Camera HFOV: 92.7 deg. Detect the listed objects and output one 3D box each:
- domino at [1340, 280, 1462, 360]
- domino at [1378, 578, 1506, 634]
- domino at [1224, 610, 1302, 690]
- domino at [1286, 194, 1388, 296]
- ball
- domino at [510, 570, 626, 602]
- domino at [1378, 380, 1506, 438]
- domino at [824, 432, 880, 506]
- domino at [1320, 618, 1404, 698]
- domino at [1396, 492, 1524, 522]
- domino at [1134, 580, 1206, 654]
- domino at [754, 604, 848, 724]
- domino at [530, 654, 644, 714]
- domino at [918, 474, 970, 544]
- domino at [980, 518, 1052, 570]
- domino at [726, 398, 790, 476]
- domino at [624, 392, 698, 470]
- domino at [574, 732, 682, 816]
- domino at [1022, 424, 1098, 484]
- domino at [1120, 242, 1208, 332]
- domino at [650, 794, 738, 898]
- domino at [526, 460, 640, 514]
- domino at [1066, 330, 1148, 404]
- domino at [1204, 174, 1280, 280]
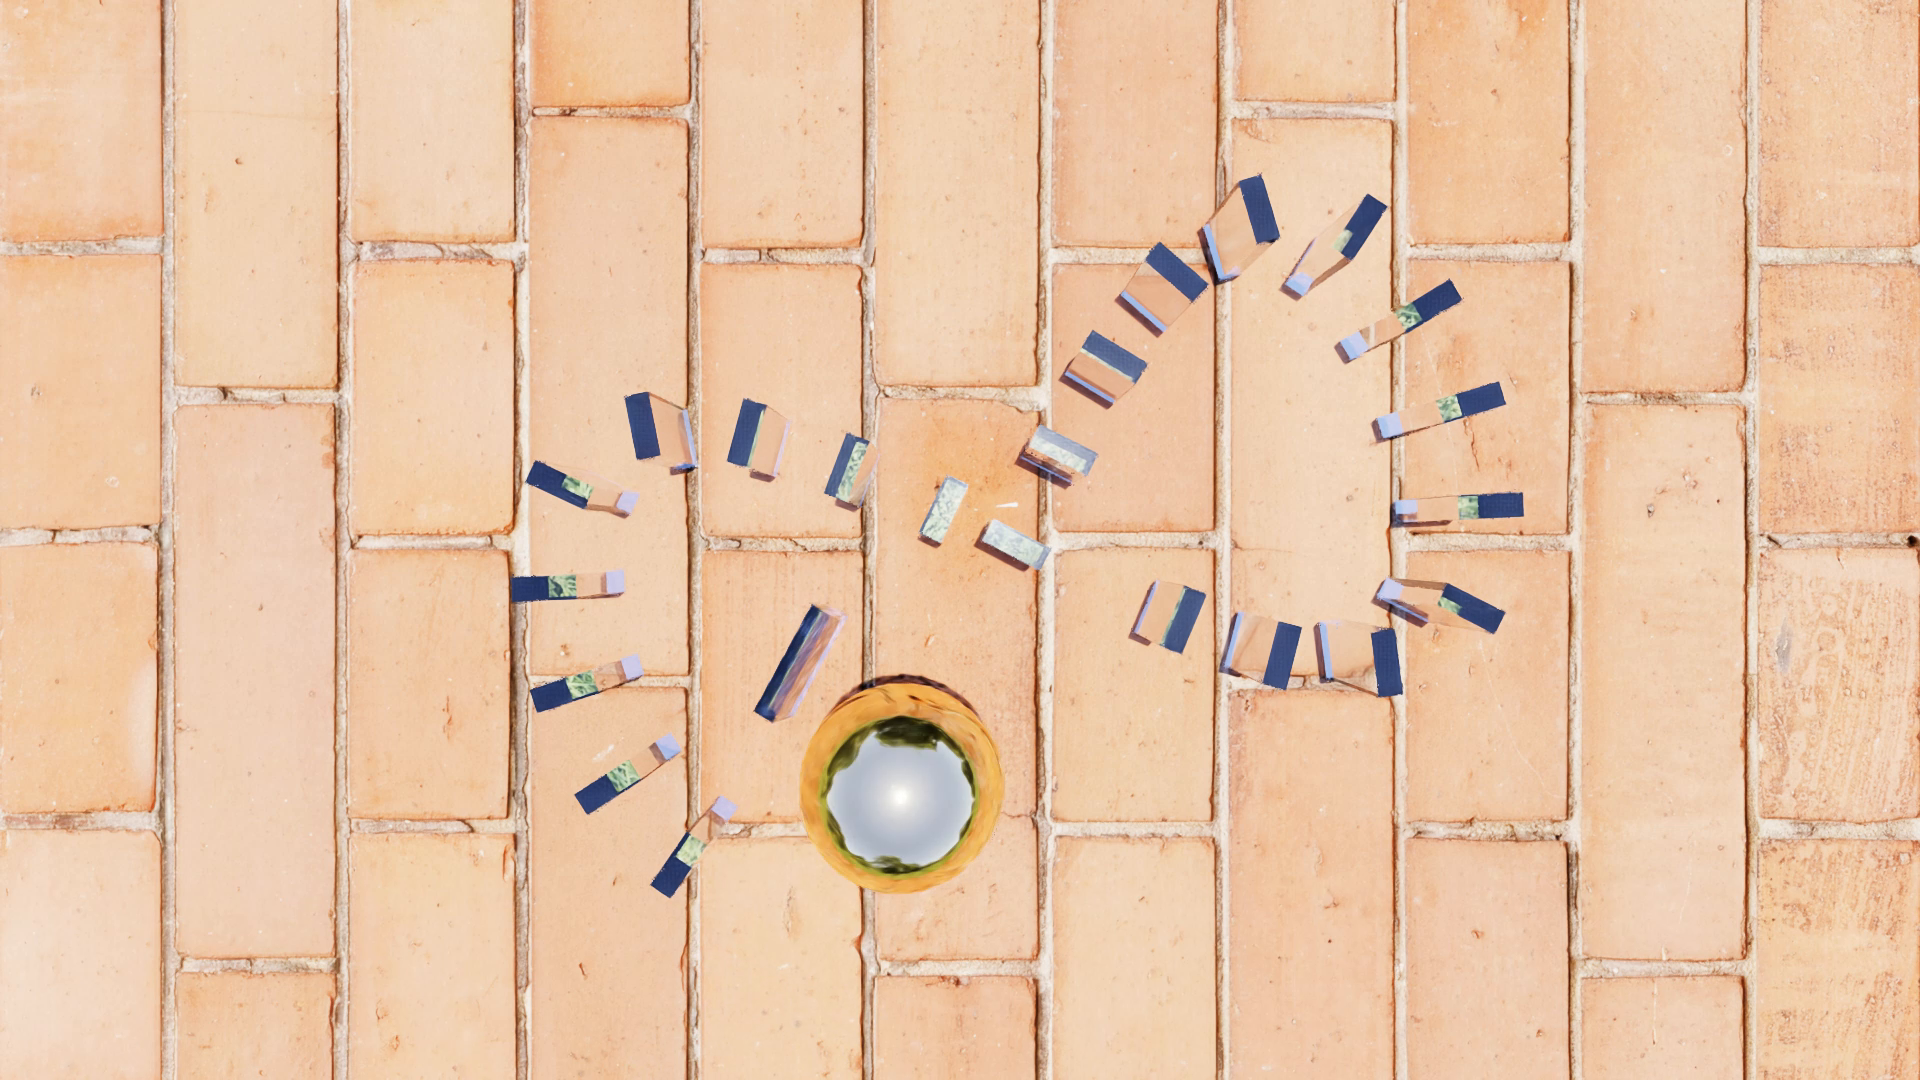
[{"bbox_3d":[0.179,-0.089,0.375,0.025,0.050,0.009,-31,90,0],"label":"domino"},{"bbox_3d":[0.195,0.026,0.375,0.025,0.050,0.010,27,90,0],"label":"domino"},{"bbox_3d":[0.123,0.044,0.375,0.009,0.050,0.025,14,90,0],"label":"domino"},{"bbox_3d":[0.153,-0.120,0.375,0.010,0.050,0.025,33,90,0],"label":"domino"},{"bbox_3d":[-0.023,0.096,0.360,0.080,0.080,0.080,0,90,0],"label":"ball"},{"bbox_3d":[-0.159,0.018,0.375,0.025,0.050,0.009,-3,90,0],"label":"domino"},{"bbox_3d":[0.195,-0.053,0.375,0.025,0.050,0.009,-17,90,0],"label":"domino"},{"bbox_3d":[-0.043,-0.028,0.375,0.010,0.050,0.025,21,90,0],"label":"domino"},{"bbox_3d":[0.163,0.047,0.375,0.010,0.050,0.025,-7,90,0],"label":"domino"},{"bbox_3d":[0.203,-0.013,0.375,0.025,0.050,0.009,-3,90,0],"label":"domino"},{"bbox_3d":[0.085,0.031,0.375,0.010,0.050,0.025,23,90,0],"label":"domino"},{"bbox_3d":[-0.067,0.052,0.387,0.010,0.025,0.050,29,90,11],"label":"domino"},{"bbox_3d":[-0.151,0.058,0.375,0.025,0.050,0.009,-18,90,0],"label":"domino"},{"bbox_3d":[-0.006,-0.012,0.375,0.009,0.050,0.025,26,90,0],"label":"domino"},{"bbox_3d":[0.022,0.002,0.375,0.025,0.050,0.009,28,90,0],"label":"domino"},{"bbox_3d":[-0.081,-0.041,0.375,0.009,0.050,0.025,15,90,0],"label":"domino"},{"bbox_3d":[-0.121,-0.044,0.375,0.009,0.050,0.025,-11,90,0],"label":"domino"},{"bbox_3d":[-0.134,0.095,0.375,0.025,0.050,0.009,-33,90,0],"label":"domino"},{"bbox_3d":[0.040,-0.034,0.375,0.025,0.050,0.010,27,90,0],"label":"domino"},{"bbox_3d":[0.083,-0.102,0.375,0.025,0.050,0.010,41,90,0],"label":"domino"},{"bbox_3d":[-0.108,0.124,0.375,0.010,0.050,0.025,35,90,0],"label":"domino"},{"bbox_3d":[-0.153,-0.021,0.375,0.025,0.050,0.009,25,90,0],"label":"domino"},{"bbox_3d":[0.059,-0.070,0.375,0.025,0.050,0.010,31,90,0],"label":"domino"},{"bbox_3d":[0.114,-0.127,0.375,0.009,0.050,0.025,-17,90,0],"label":"domino"}]
